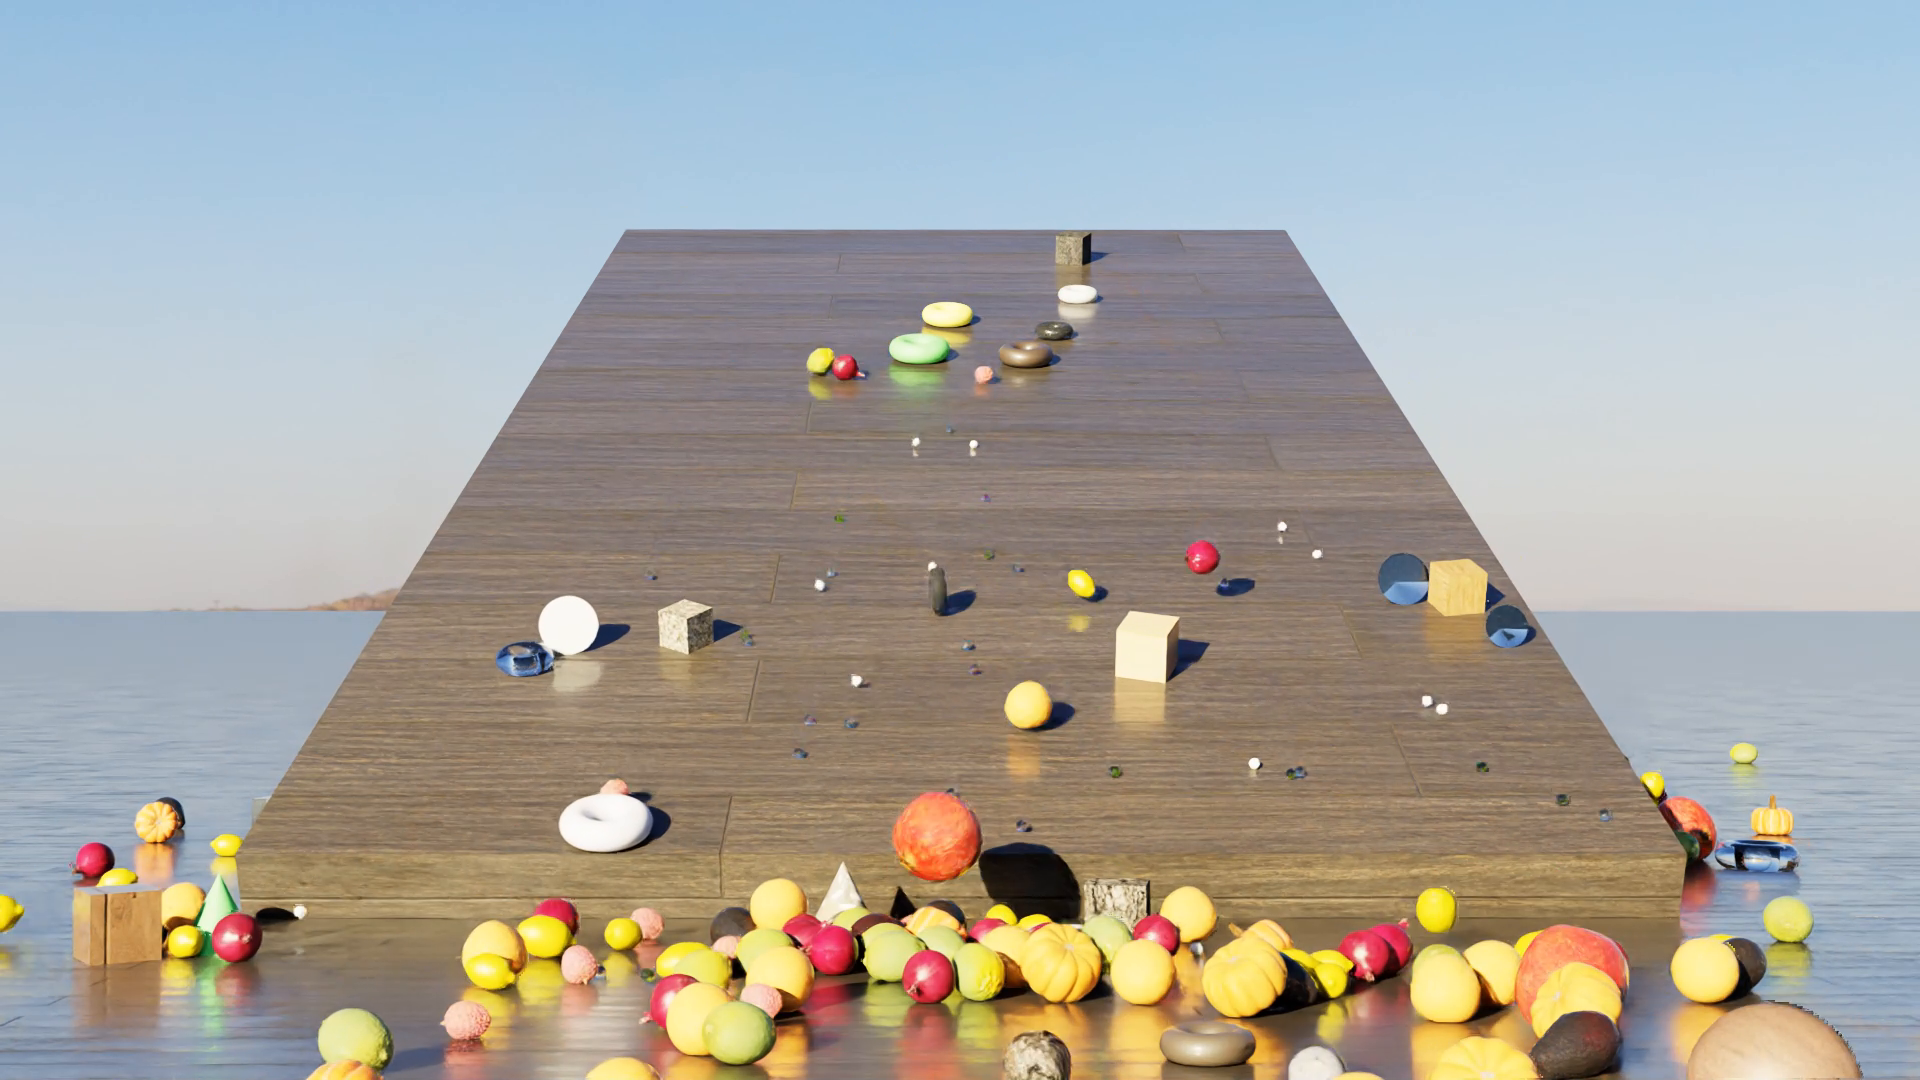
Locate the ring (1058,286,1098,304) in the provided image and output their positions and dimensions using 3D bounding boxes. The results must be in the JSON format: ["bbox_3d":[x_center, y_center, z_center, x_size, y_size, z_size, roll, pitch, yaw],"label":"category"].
[{"bbox_3d":[0.315,-0.654,6.044,0.106,0.035,0.106,1,19,0],"label":"ring"}]

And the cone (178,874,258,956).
[{"bbox_3d":[-0.937,0.470,2.868,0.097,0.097,0.097,0,-2,0],"label":"cone"}]

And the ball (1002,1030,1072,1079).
[{"bbox_3d":[0.068,0.463,2.002,0.061,0.061,0.061,0,-2,0],"label":"ball"}]

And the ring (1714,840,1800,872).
[{"bbox_3d":[1.316,0.521,3.744,0.134,0.045,0.134,1,-2,0],"label":"ring"}]

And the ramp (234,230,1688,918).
[{"bbox_3d":[-0.005,-0.208,5.019,2.000,0.100,4.000,0,20,0],"label":"ramp"}]

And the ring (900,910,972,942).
[{"bbox_3d":[-0.032,0.504,2.963,0.095,0.032,0.095,2,0,0],"label":"ring"}]

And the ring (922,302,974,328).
[{"bbox_3d":[-0.032,-0.578,5.824,0.131,0.044,0.131,1,19,0],"label":"ring"}]

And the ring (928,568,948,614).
[{"bbox_3d":[-0.039,0.087,3.944,0.027,0.081,0.081,-3,-1,-5],"label":"ring"}]

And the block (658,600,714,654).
[{"bbox_3d":[-0.460,0.146,3.812,0.064,0.064,0.064,14,24,33],"label":"block"}]

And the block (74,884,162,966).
[{"bbox_3d":[-1.041,0.474,2.803,0.085,0.085,0.085,1,-2,-34],"label":"block"}]

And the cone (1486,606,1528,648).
[{"bbox_3d":[0.918,0.150,3.853,0.072,0.072,0.072,0,-7,-4],"label":"cone"}]

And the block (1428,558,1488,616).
[{"bbox_3d":[0.872,0.083,3.975,0.074,0.074,0.074,-5,21,-13],"label":"block"}]

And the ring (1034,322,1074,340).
[{"bbox_3d":[0.236,-0.526,5.698,0.098,0.033,0.098,1,19,0],"label":"ring"}]

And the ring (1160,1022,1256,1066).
[{"bbox_3d":[0.238,0.484,2.177,0.093,0.031,0.093,-1,-1,0],"label":"ring"}]

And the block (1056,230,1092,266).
[{"bbox_3d":[0.324,-0.833,6.469,0.079,0.079,0.079,8,21,20],"label":"block"}]

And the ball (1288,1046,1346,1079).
[{"bbox_3d":[0.311,0.468,1.977,0.051,0.051,0.051,0,-2,0],"label":"ball"}]

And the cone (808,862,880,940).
[{"bbox_3d":[-0.155,0.474,3.010,0.096,0.096,0.096,0,-2,0],"label":"cone"}]

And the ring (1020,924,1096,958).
[{"bbox_3d":[0.123,0.502,2.844,0.096,0.032,0.096,-1,-1,0],"label":"ring"}]

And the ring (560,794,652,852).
[{"bbox_3d":[-0.494,0.394,3.164,0.130,0.043,0.130,1,19,0],"label":"ring"}]

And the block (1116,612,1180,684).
[{"bbox_3d":[0.307,0.175,3.708,0.083,0.083,0.083,7,21,18],"label":"block"}]

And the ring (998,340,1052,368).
[{"bbox_3d":[0.159,-0.448,5.468,0.132,0.044,0.132,1,19,0],"label":"ring"}]

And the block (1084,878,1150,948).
[{"bbox_3d":[0.203,0.481,2.925,0.079,0.079,0.079,0,-2,8],"label":"block"}]

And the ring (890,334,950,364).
[{"bbox_3d":[-0.098,-0.464,5.503,0.147,0.049,0.147,1,19,0],"label":"ring"}]
